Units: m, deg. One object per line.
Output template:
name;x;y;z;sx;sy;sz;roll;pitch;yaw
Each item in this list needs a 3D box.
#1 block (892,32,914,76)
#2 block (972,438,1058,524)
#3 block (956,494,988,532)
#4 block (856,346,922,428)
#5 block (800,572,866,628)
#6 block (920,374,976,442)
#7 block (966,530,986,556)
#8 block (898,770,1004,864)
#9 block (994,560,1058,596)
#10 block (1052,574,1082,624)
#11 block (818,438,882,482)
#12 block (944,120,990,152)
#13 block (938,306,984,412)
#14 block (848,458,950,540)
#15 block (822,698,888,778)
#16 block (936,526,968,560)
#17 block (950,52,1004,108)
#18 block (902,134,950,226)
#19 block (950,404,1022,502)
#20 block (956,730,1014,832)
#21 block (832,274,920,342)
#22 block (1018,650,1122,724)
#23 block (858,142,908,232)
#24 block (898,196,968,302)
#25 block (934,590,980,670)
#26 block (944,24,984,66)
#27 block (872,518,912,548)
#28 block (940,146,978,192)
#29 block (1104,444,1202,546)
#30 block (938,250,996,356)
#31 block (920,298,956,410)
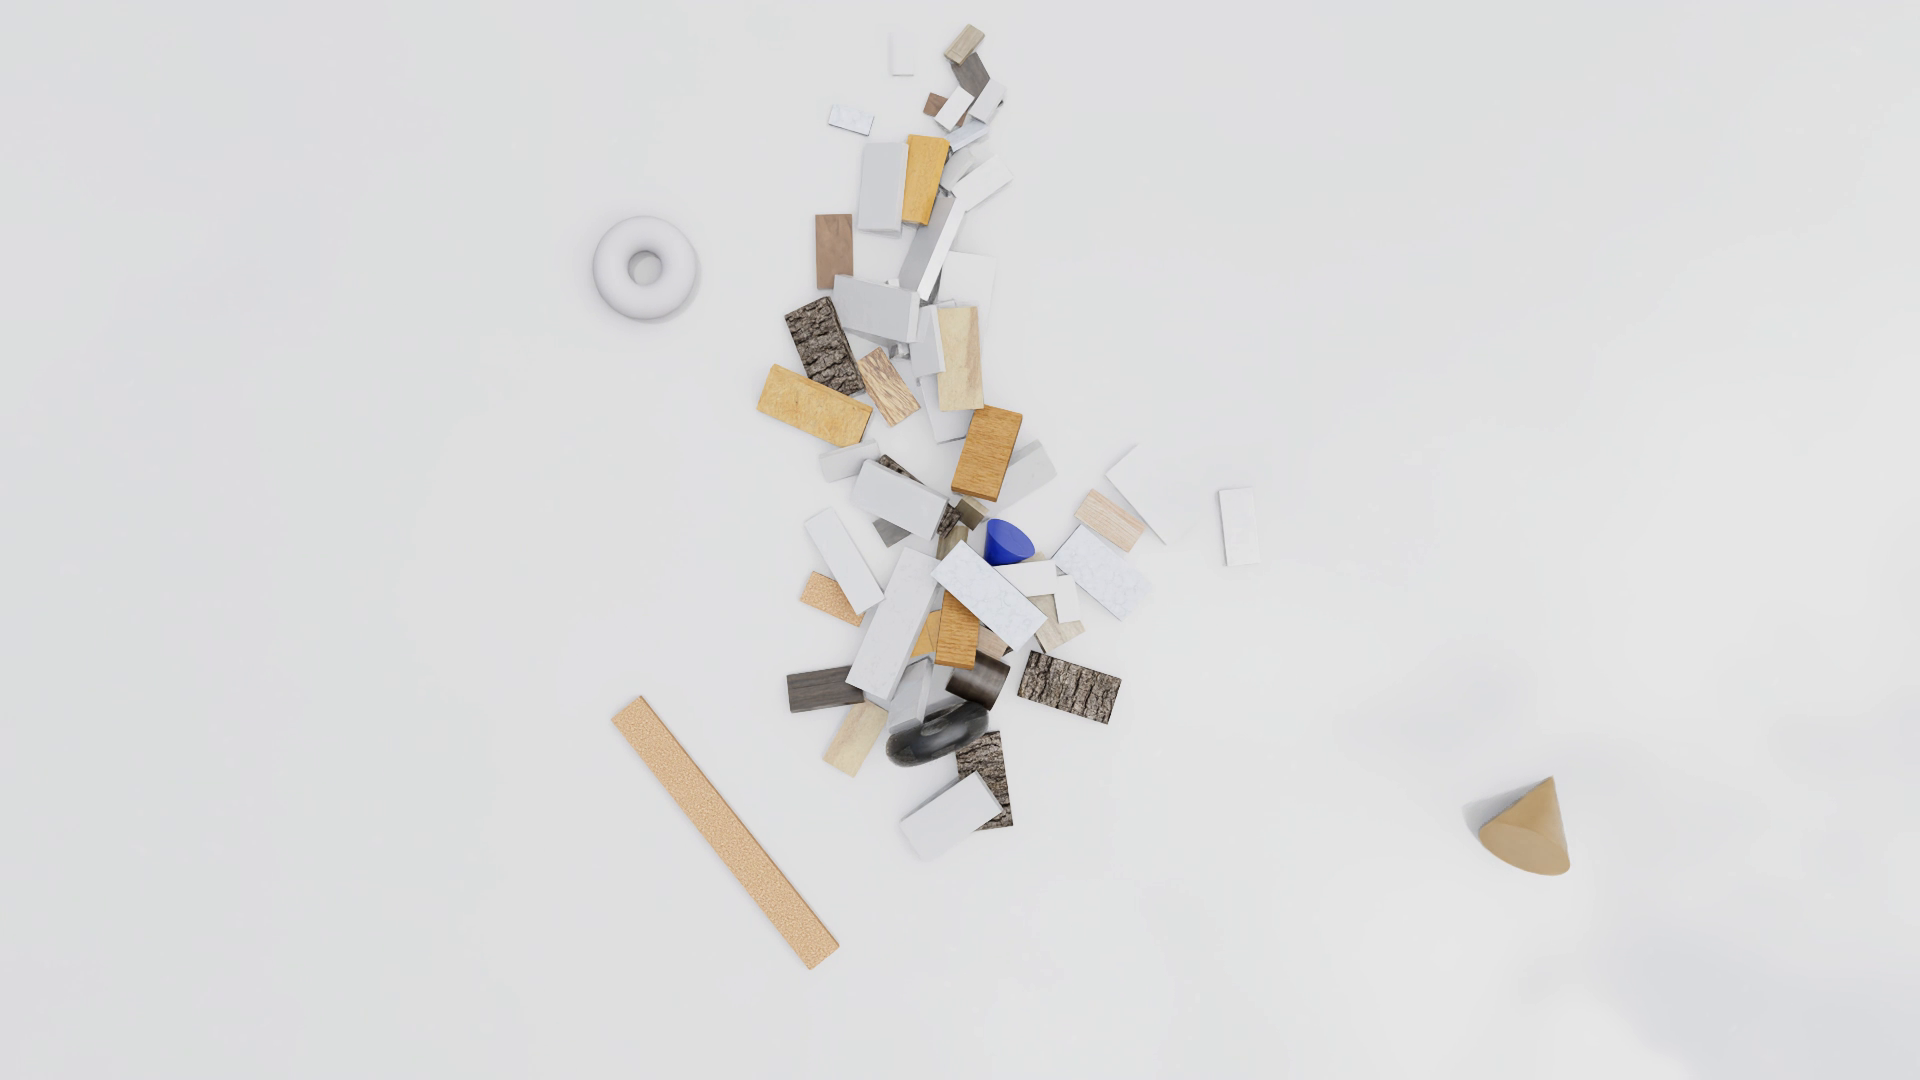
block;-0.189;-1.617;5.490;0.069;0.020;0.139;0;90;0
block;0.161;-0.192;5.431;0.303;0.152;0.043;-33;45;0
block;0.032;-0.092;5.406;0.095;0.189;0.027;38;72;0
block;-0.248;-0.508;5.483;0.122;0.035;0.244;-34;90;0
block;-0.413;0.197;5.485;0.215;0.030;0.108;24;90;0
block;-0.040;-0.486;5.412;0.152;0.043;0.303;-13;103;5
block;0.021;0.064;5.487;0.095;0.027;0.189;13;90;0
block;-0.030;0.914;5.442;0.313;0.044;0.157;-36;85;11
block;0.206;0.130;5.388;0.220;0.031;0.110;-7;92;3
block;0.347;0.194;5.423;0.076;0.022;0.152;-9;84;-11
block;-0.360;-0.263;5.458;0.196;0.028;0.098;-16;129;0
block;0.020;-1.341;5.456;0.145;0.021;0.072;-32;46;-9
block;-0.004;-0.584;5.332;0.142;0.040;0.328;-4;93;5
block;-0.200;-0.132;5.421;0.303;0.043;0.152;26;109;10
block;-0.343;0.652;5.483;0.123;0.035;0.246;30;90;0
block;-0.031;0.045;5.454;0.094;0.027;0.189;6;84;33
block;0.057;-1.513;5.486;0.096;0.027;0.193;-28;90;0
block;-0.138;-1.190;5.445;0.142;0.040;0.284;15;90;32
block;0.088;-0.283;5.325;0.152;0.043;0.303;15;72;8
block;0.077;0.802;5.478;0.157;0.044;0.313;-8;90;0
block;-0.277;-0.755;5.369;0.324;0.046;0.162;18;111;33
block;0.363;0.490;5.478;0.313;0.044;0.157;18;90;0
block;-0.254;-1.166;5.448;0.142;0.040;0.284;6;90;28
block;-0.100;-0.958;5.415;0.048;0.171;0.341;23;90;-31
block;-0.004;0.293;5.374;0.126;0.036;0.252;9;61;-3
block;0.014;-1.644;5.474;0.067;0.019;0.135;37;83;15
block;-0.182;-0.065;5.486;0.196;0.028;0.098;-31;90;0
block;-0.015;-1.227;5.442;0.145;0.021;0.072;-50;54;8
block;0.642;-0.151;5.478;0.157;0.044;0.314;-41;90;0
block;0.011;-0.773;5.438;0.171;0.048;0.341;9;103;0
block;-0.062;-0.606;5.429;0.171;0.048;0.341;-13;103;5
